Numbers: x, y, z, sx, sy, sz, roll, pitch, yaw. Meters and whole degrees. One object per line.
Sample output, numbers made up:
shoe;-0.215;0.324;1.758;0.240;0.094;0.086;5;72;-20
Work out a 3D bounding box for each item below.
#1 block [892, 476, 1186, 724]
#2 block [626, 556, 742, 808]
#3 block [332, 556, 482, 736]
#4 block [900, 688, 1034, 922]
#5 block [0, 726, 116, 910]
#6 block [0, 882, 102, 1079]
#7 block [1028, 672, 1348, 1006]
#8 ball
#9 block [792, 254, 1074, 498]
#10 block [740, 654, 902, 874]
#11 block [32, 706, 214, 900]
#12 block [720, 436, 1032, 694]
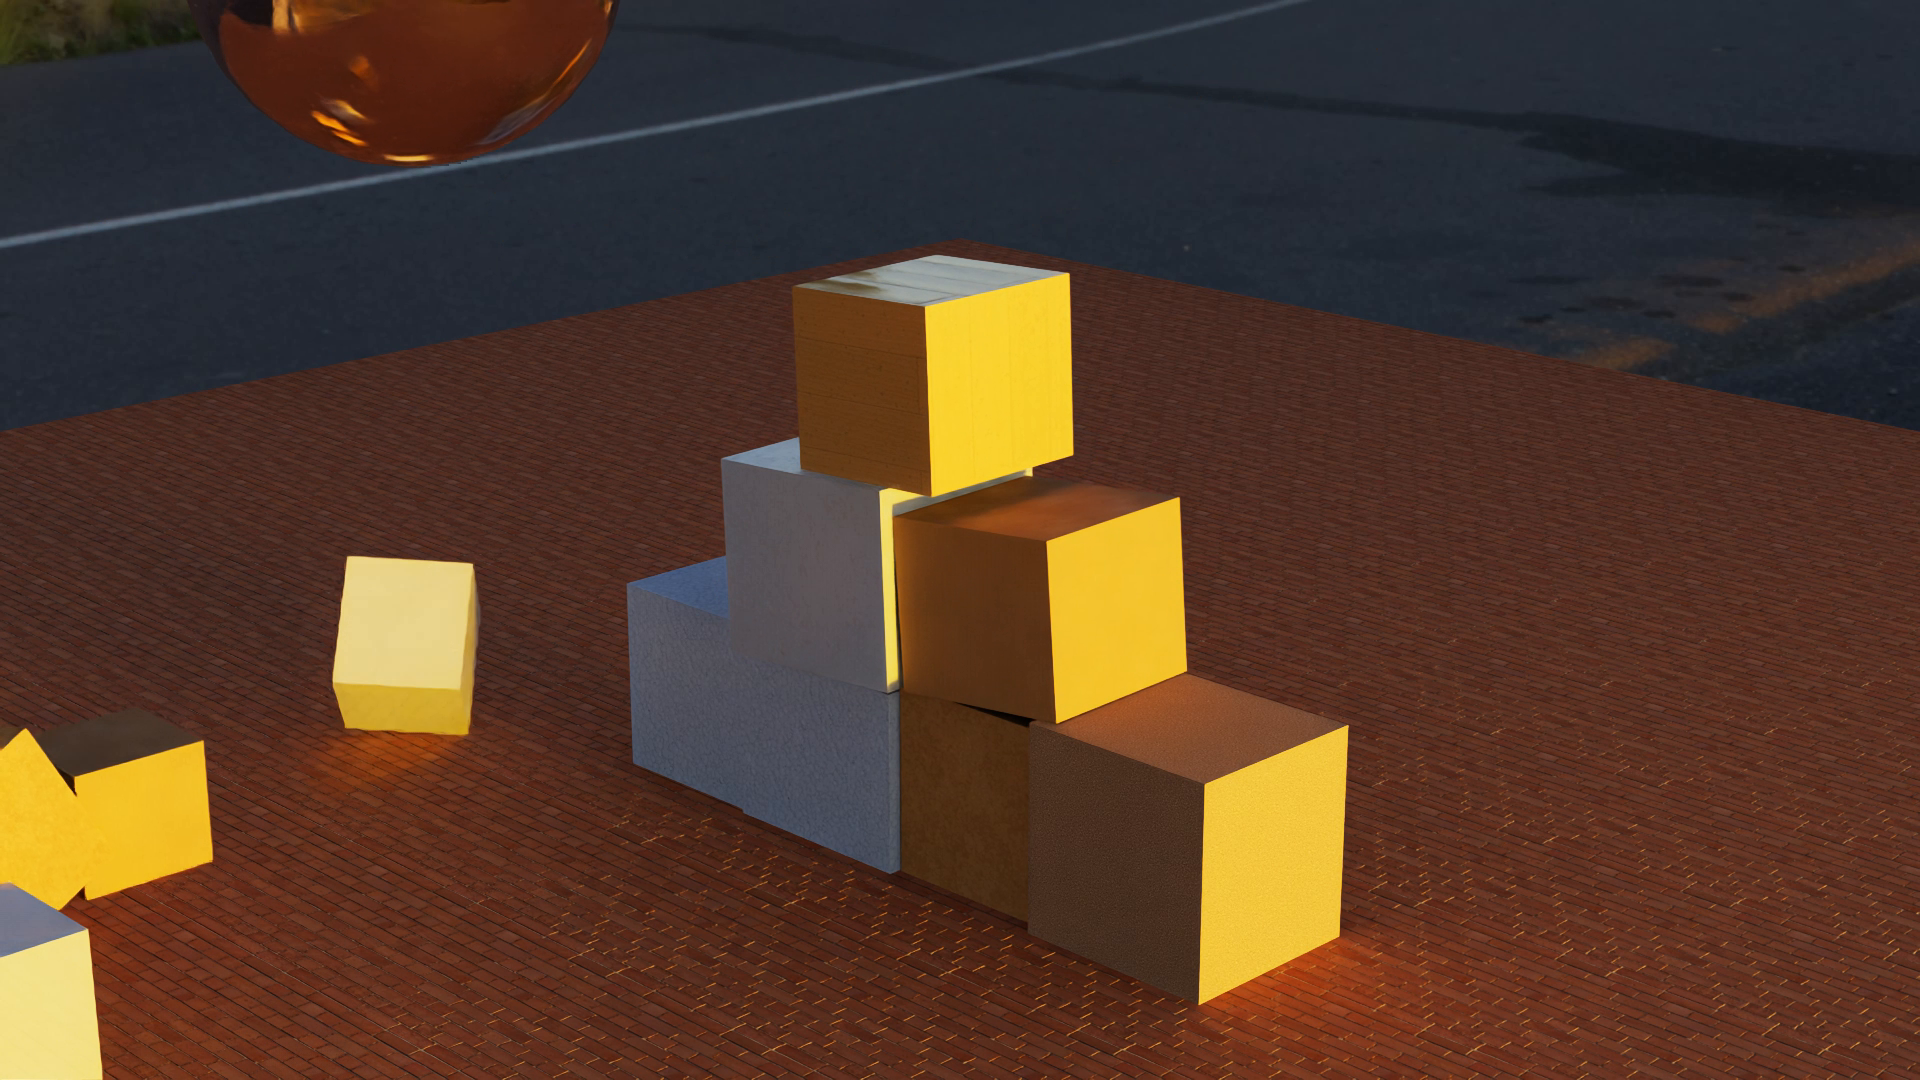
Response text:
block;0.361;0.243;13.039;0.896;0.804;0.900;9;19;42
block;-1.044;0.671;14.621;0.845;0.953;0.860;-17;24;-42
block;-2.812;0.545;14.958;0.628;0.685;0.653;3;-24;-4
block;0.329;1.090;13.344;0.876;0.919;0.820;16;24;42
block;-4.217;1.273;12.565;0.702;0.712;0.623;-2;36;41
block;-3.832;1.826;11.424;0.673;0.667;0.632;-16;24;-42
block;0.978;1.258;12.693;0.942;0.989;0.985;-17;24;-42
ball;-2.001;-2.150;10.568;1.600;1.600;1.600;0;17;0
block;-0.116;-0.759;13.197;0.826;0.840;0.927;13;21;42
block;-0.354;0.907;13.994;1.026;0.877;0.937;17;24;42
block;-3.909;1.205;13.513;0.642;0.599;0.612;-16;24;-41
block;-0.371;0.042;13.656;1.010;0.934;1.019;12;21;41
